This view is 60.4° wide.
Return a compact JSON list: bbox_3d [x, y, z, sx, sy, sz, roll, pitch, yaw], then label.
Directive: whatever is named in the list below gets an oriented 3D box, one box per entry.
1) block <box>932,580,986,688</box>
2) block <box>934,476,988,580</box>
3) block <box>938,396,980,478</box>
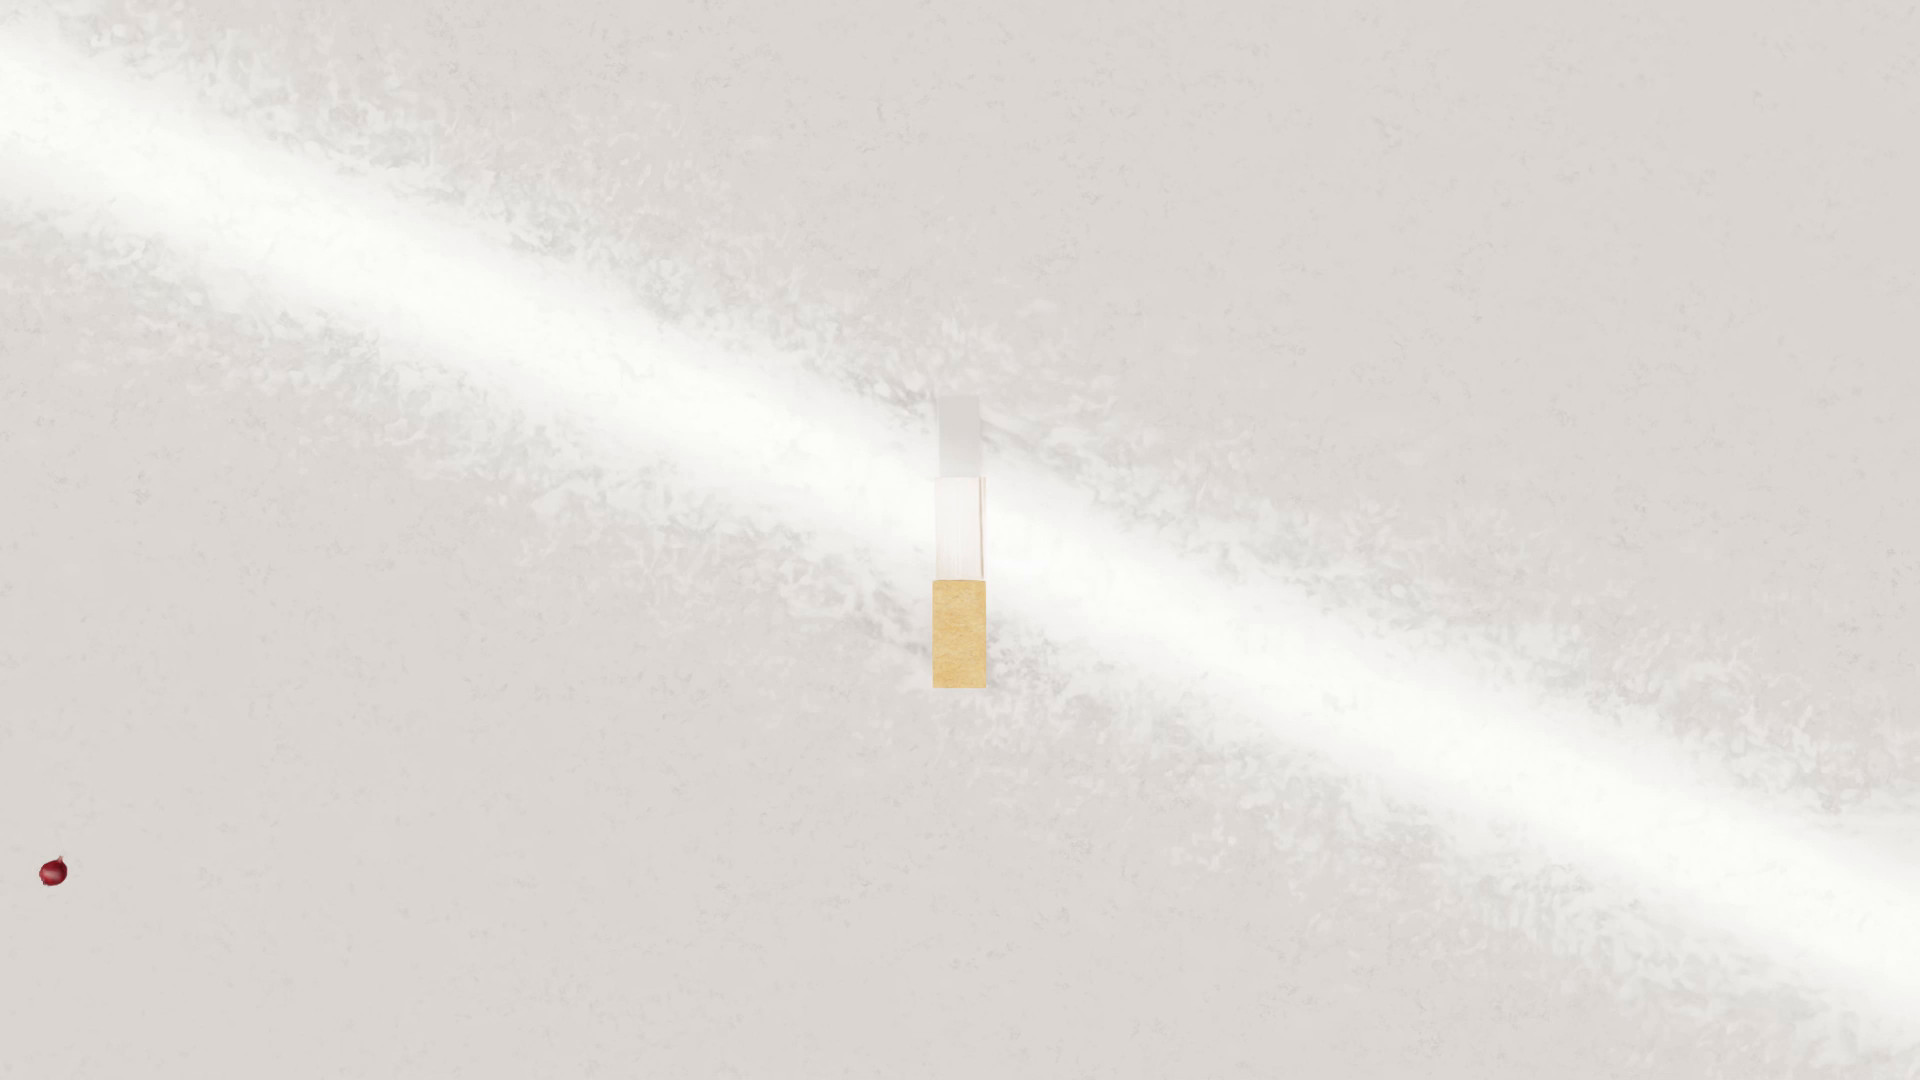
[{"bbox_3d":[-0.002,0.278,4.871,0.158,0.045,0.315,0,90,0],"label":"block"},{"bbox_3d":[0.003,-0.035,4.884,0.151,0.043,0.302,-1,90,0],"label":"block"},{"bbox_3d":[-0.002,-0.313,4.993,0.122,0.035,0.244,0,90,0],"label":"block"}]
